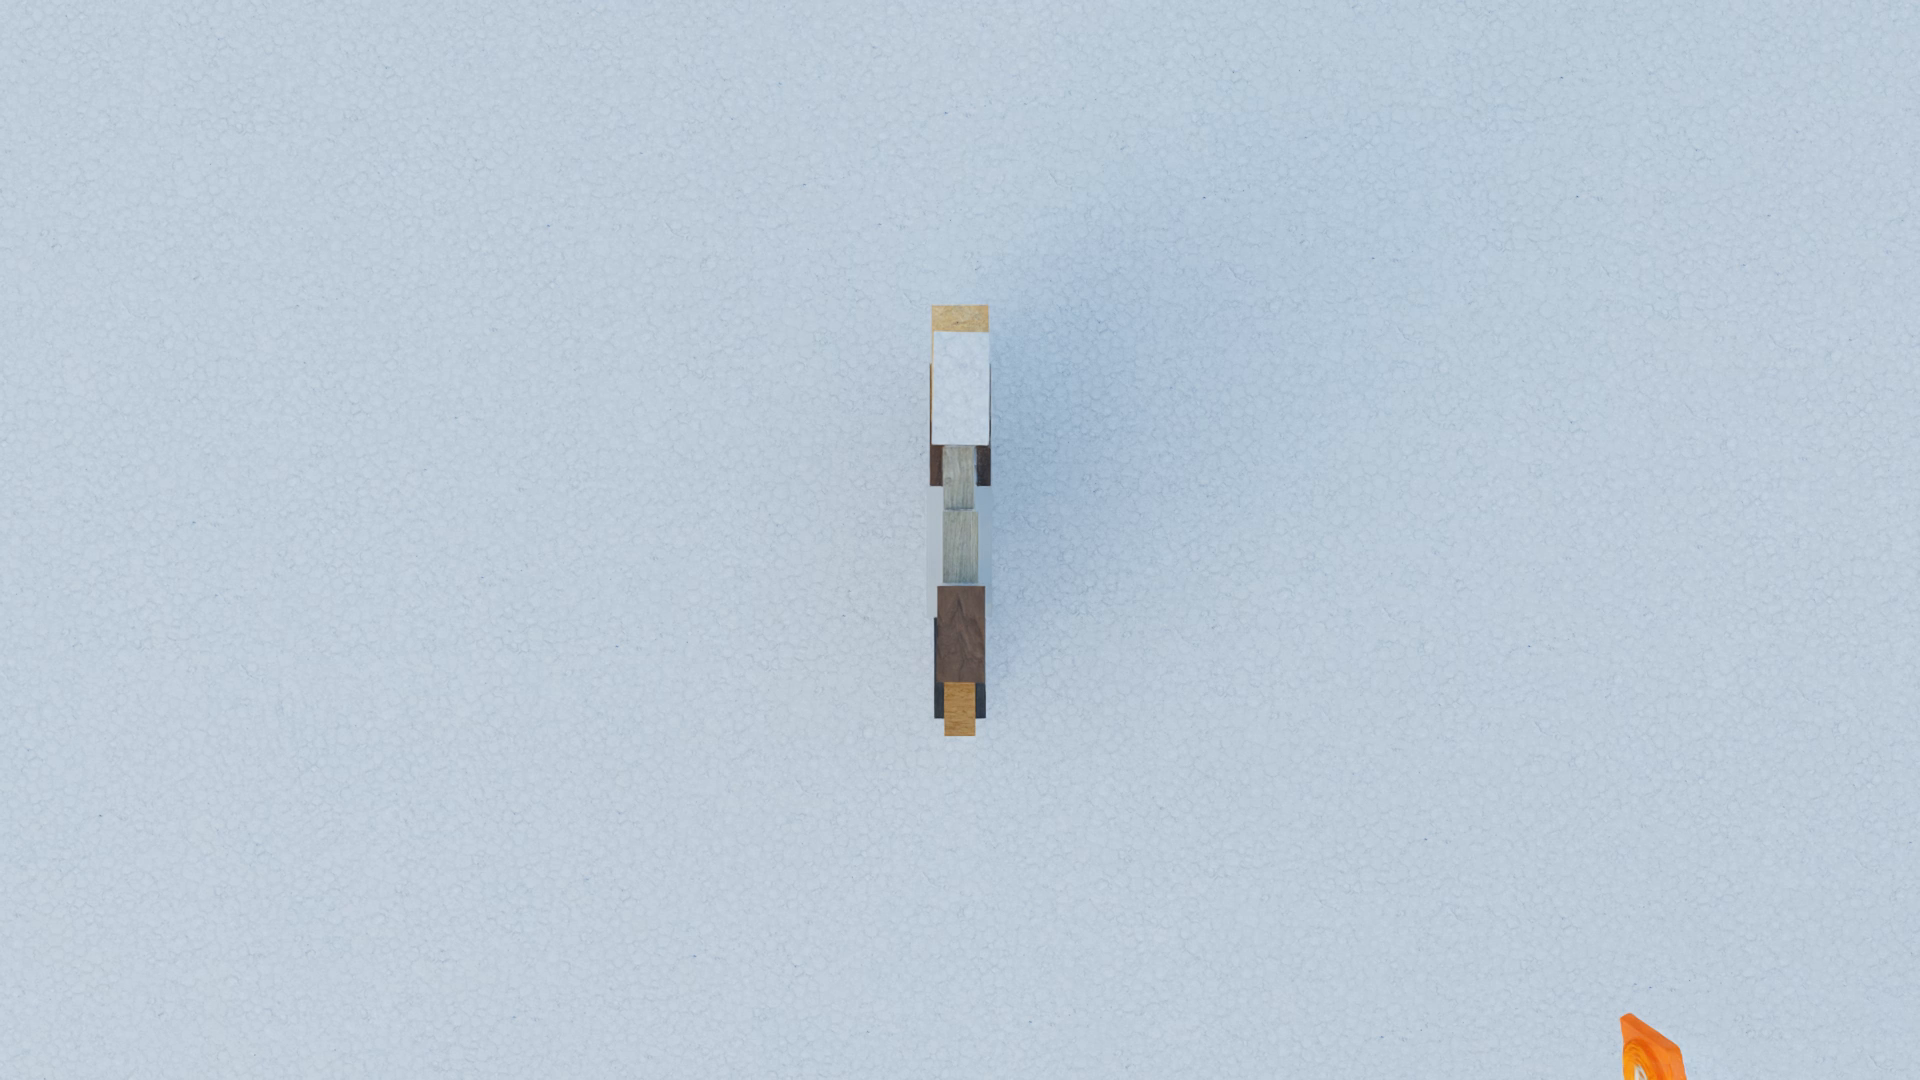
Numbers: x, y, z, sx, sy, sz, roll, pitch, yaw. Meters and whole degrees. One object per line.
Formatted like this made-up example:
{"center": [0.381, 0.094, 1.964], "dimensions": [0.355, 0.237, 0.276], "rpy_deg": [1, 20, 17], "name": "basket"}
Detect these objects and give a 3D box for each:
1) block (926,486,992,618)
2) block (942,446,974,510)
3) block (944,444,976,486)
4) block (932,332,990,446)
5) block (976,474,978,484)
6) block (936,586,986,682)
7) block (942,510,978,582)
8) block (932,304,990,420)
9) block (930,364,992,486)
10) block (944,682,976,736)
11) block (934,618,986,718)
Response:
{"center": [-0.002, 0.031, 4.282], "dimensions": [0.169, 0.048, 0.338], "rpy_deg": [0, 90, 0], "name": "block"}
{"center": [-0.004, -0.153, 4.091], "dimensions": [0.078, 0.022, 0.156], "rpy_deg": [-1, 90, 0], "name": "block"}
{"center": [0.001, -0.227, 4.530], "dimensions": [0.086, 0.024, 0.171], "rpy_deg": [0, 90, 0], "name": "block"}
{"center": [0.003, -0.373, 4.070], "dimensions": [0.138, 0.039, 0.276], "rpy_deg": [1, 90, 0], "name": "block"}
{"center": [0.005, -0.170, 4.627], "dimensions": [0.086, 0.171, 0.024], "rpy_deg": [0, 91, 0], "name": "block"}
{"center": [0.002, 0.228, 4.007], "dimensions": [0.117, 0.033, 0.234], "rpy_deg": [0, 90, 0], "name": "block"}
{"center": [0.002, 0.017, 4.068], "dimensions": [0.089, 0.025, 0.177], "rpy_deg": [0, 90, 0], "name": "block"}
{"center": [0.001, -0.470, 4.387], "dimensions": [0.152, 0.043, 0.304], "rpy_deg": [0, 90, 0], "name": "block"}
{"center": [0.001, -0.329, 4.738], "dimensions": [0.176, 0.050, 0.351], "rpy_deg": [0, 90, 0], "name": "block"}
{"center": [0.000, 0.432, 4.323], "dimensions": [0.081, 0.023, 0.163], "rpy_deg": [0, 90, 0], "name": "block"}
{"center": [0.000, 0.346, 4.517], "dimensions": [0.141, 0.040, 0.283], "rpy_deg": [0, 90, 0], "name": "block"}
